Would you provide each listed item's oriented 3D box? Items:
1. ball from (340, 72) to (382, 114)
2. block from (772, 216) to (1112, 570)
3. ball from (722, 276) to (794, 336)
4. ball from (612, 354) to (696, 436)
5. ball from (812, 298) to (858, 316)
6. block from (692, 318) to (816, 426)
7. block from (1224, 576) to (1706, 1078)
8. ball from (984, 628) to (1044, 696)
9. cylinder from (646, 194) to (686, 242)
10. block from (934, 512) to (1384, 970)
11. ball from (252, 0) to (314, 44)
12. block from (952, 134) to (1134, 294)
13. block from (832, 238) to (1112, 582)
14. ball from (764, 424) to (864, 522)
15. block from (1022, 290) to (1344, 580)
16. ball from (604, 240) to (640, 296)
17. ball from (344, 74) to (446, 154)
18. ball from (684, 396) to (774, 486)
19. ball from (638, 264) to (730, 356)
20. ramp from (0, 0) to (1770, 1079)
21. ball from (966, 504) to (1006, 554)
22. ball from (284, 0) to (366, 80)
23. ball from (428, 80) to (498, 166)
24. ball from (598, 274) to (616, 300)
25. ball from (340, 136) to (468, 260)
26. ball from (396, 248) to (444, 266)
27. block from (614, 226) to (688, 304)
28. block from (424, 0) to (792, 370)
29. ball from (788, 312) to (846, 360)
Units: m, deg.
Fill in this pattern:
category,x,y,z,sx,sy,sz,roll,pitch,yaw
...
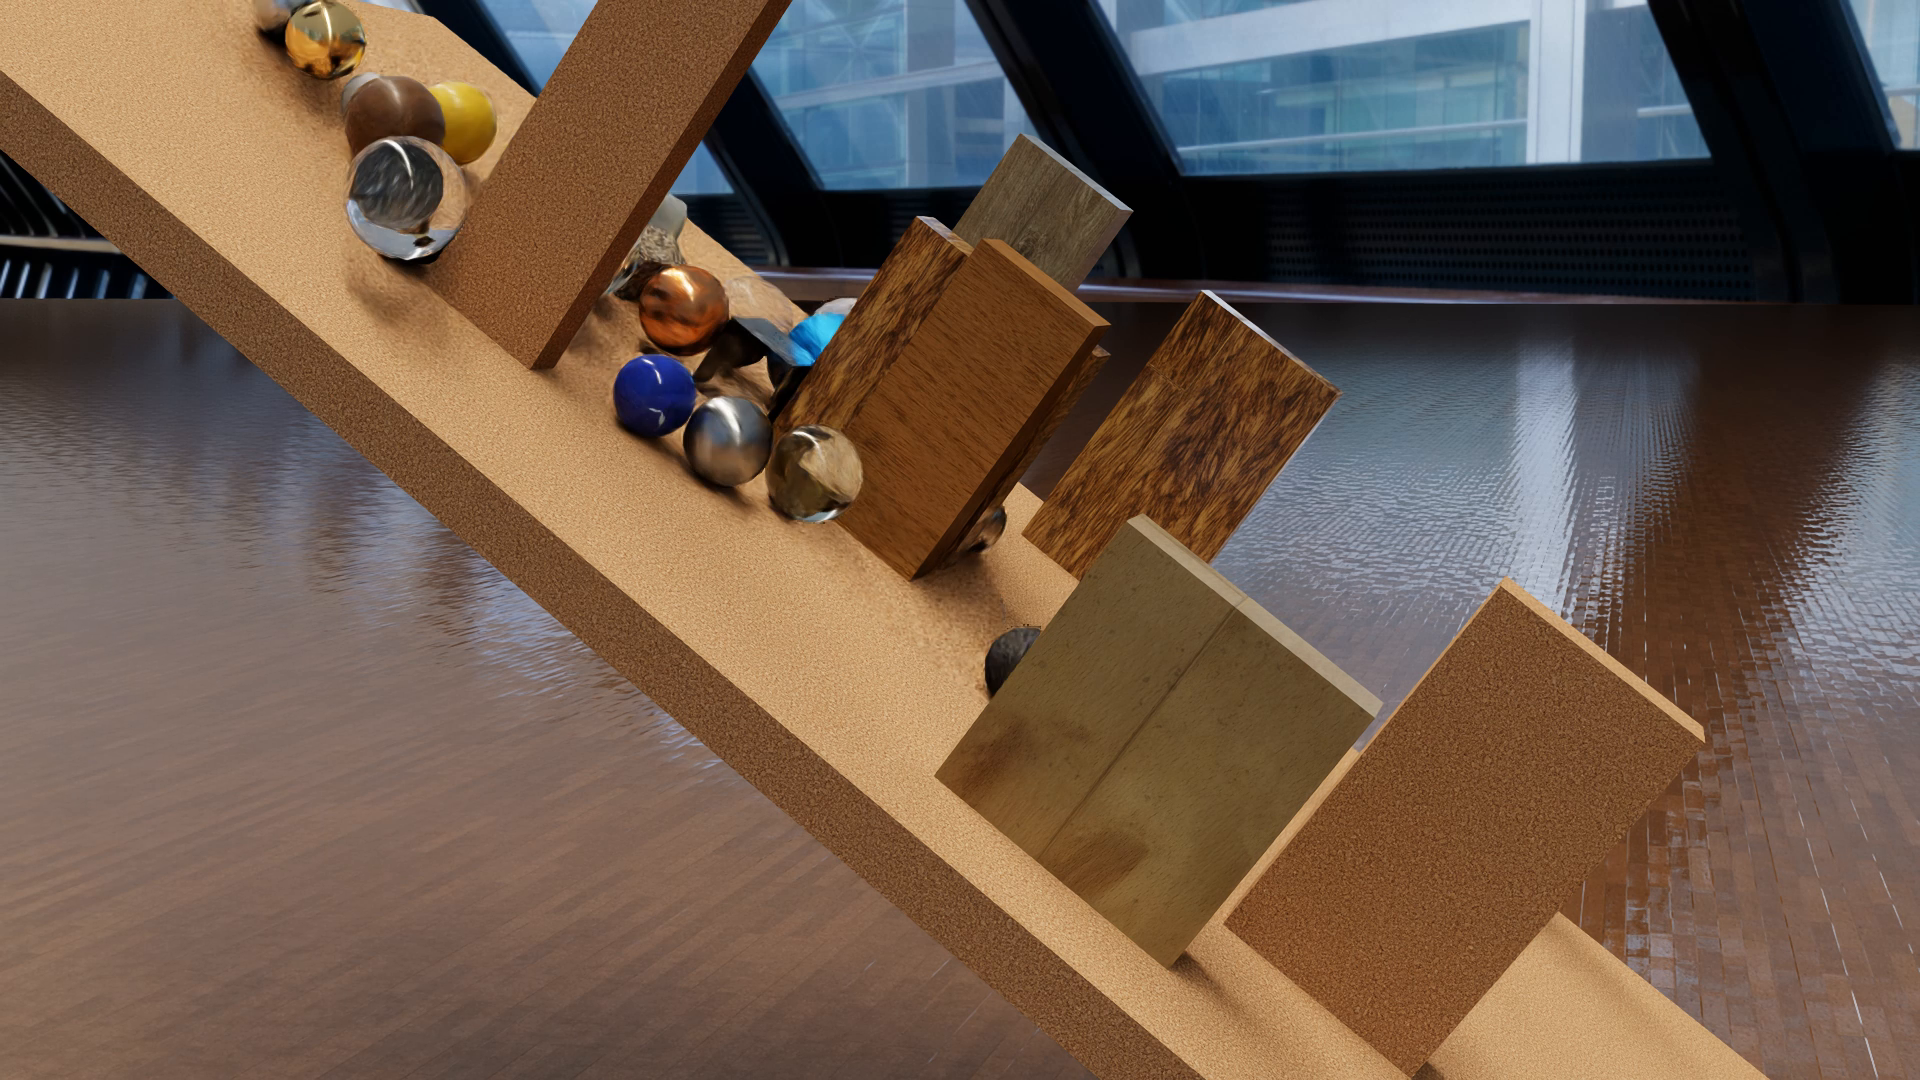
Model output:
category,x,y,z,sx,sy,sz,roll,pitch,yaw
ball,-1.122,-0.832,4.188,0.113,0.113,0.113,0,7,0
block,-0.043,-0.276,4.141,0.430,0.502,0.110,39,16,9
ball,-0.424,-0.435,4.391,0.181,0.181,0.181,0,7,0
ball,-0.517,-0.246,3.722,0.140,0.140,0.140,0,7,0
ball,-0.236,-0.416,4.582,0.176,0.176,0.176,0,7,0
block,-0.386,-0.316,4.179,0.152,0.152,0.152,40,16,12
block,0.775,0.447,3.421,0.372,0.695,0.124,39,16,9
ball,0.112,0.218,3.706,0.143,0.143,0.143,0,7,0
cylinder,-0.678,-0.676,4.600,0.153,0.153,0.153,27,-8,-31
block,0.286,0.293,3.221,0.445,0.486,0.112,39,16,9
ball,-1.318,-1.052,4.340,0.149,0.149,0.149,0,7,0
block,0.030,-0.448,4.414,0.251,0.705,0.115,39,16,9
block,-0.009,-0.232,3.954,0.254,0.573,0.124,39,16,9
ball,-0.255,-0.117,3.845,0.171,0.171,0.171,0,7,0
block,0.459,-0.158,4.599,0.353,0.641,0.088,39,16,9
ball,-0.693,-0.548,4.162,0.172,0.172,0.172,0,7,0
ball,-1.037,-0.761,4.035,0.181,0.181,0.181,0,7,0
ball,-0.393,-0.168,3.736,0.153,0.153,0.153,0,7,0
ball,-0.518,-0.431,4.137,0.171,0.171,0.171,0,7,0
ramp,-0.061,0.123,4.068,4.000,0.100,2.000,39,16,9
ball,0.022,-0.042,4.280,0.137,0.137,0.137,0,7,0
ball,-1.195,-0.941,4.142,0.148,0.148,0.148,0,7,0
ball,-0.994,-0.818,4.322,0.164,0.164,0.164,0,7,0
ball,-0.715,-0.508,3.964,0.193,0.193,0.193,0,7,0
ball,-0.875,-0.540,3.466,0.194,0.194,0.194,0,7,0
ball,-0.915,-0.540,3.712,0.150,0.150,0.150,0,7,0
block,-0.624,-0.545,4.350,0.109,0.109,0.109,9,-46,-45
block,-0.576,-0.668,3.621,0.244,0.785,0.086,39,16,9
ball,-0.258,-0.351,4.355,0.197,0.197,0.197,0,7,0
